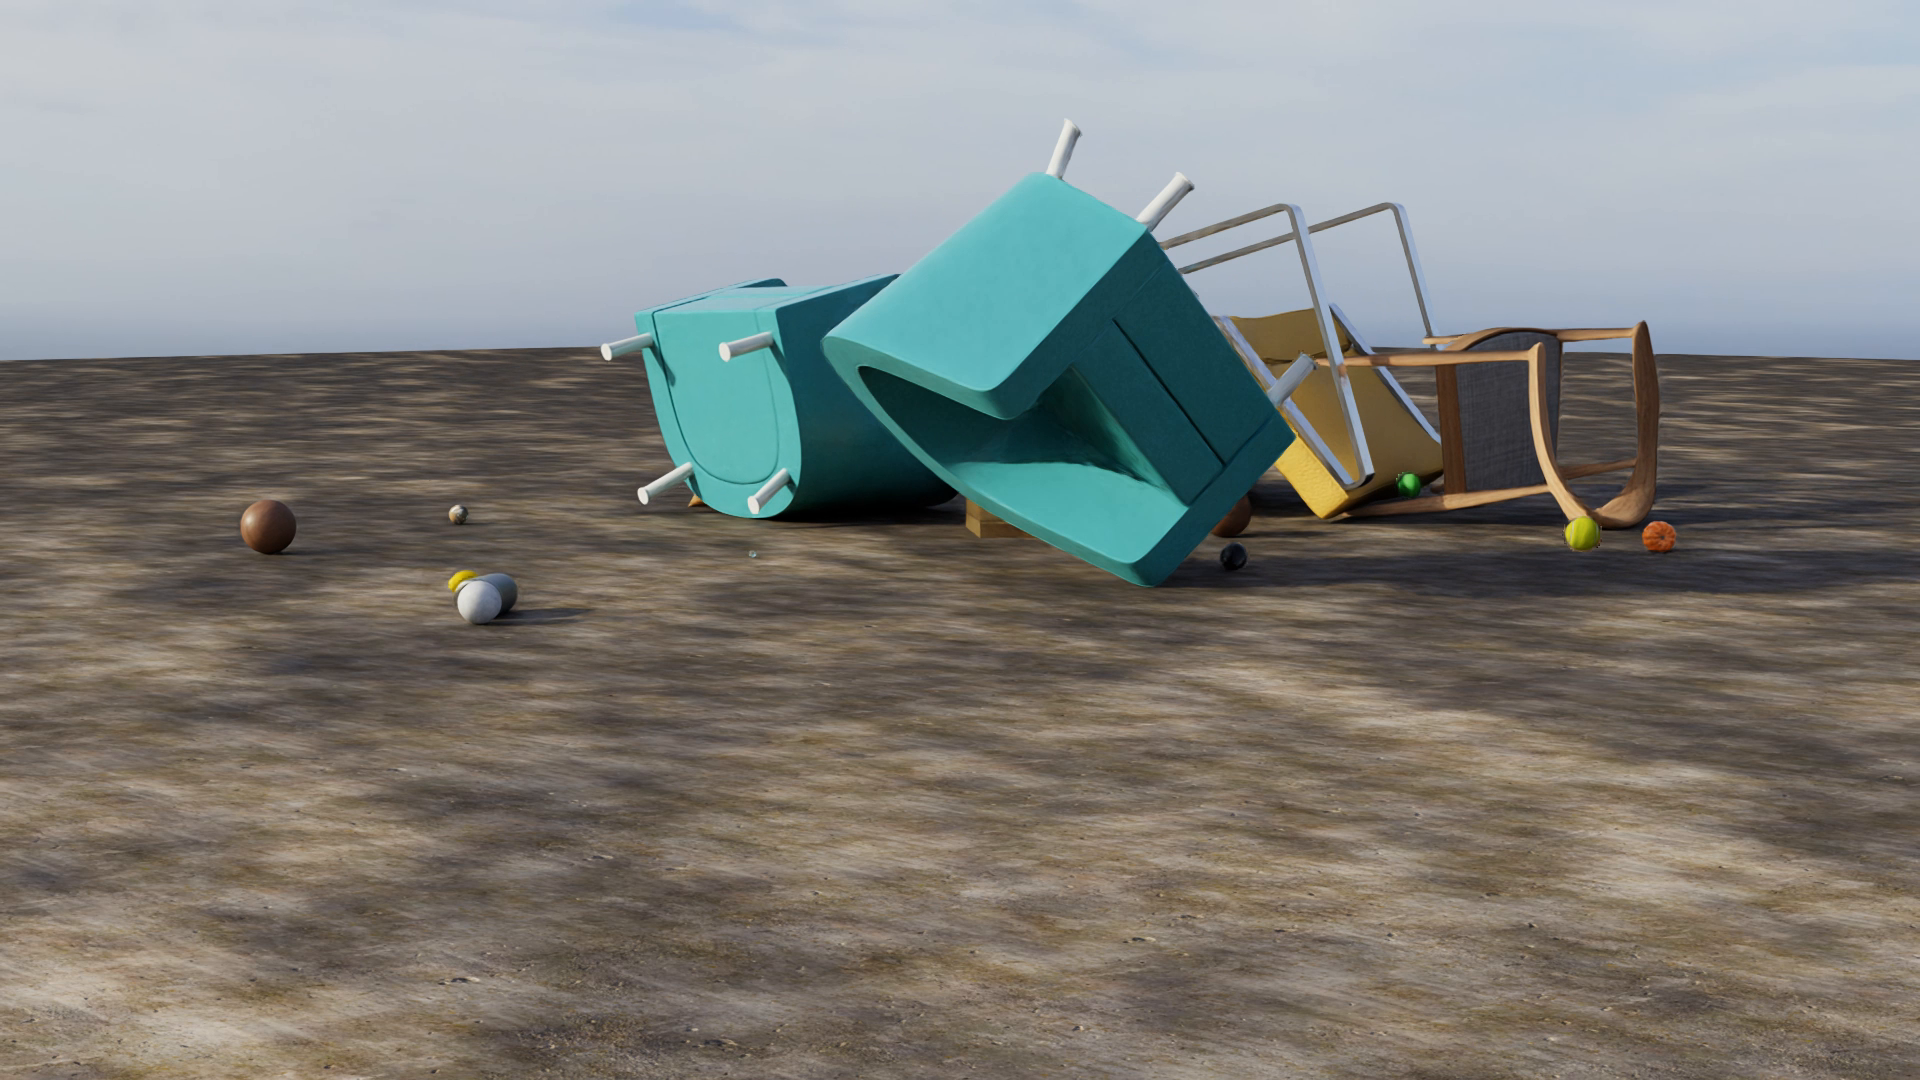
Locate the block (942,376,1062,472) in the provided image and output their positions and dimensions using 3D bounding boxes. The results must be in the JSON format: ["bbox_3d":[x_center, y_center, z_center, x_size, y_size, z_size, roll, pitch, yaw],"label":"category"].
[{"bbox_3d":[0.137,-0.394,8.701,0.311,0.314,0.310,-2,6,-21],"label":"block"}]

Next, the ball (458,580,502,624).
[{"bbox_3d":[-0.910,0.118,4.861,0.082,0.082,0.082,0,6,0],"label":"ball"}]

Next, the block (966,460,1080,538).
[{"bbox_3d":[0.159,-0.108,6.608,0.253,0.175,0.276,-1,6,-7],"label":"block"}]

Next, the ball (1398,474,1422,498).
[{"bbox_3d":[1.209,-0.145,6.900,0.065,0.065,0.065,0,6,0],"label":"ball"}]

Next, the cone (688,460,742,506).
[{"bbox_3d":[-0.724,-0.130,7.354,0.130,0.149,0.163,-33,54,-10],"label":"cone"}]

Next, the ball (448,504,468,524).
[{"bbox_3d":[-1.332,-0.068,6.819,0.052,0.052,0.052,0,6,0],"label":"ball"}]
